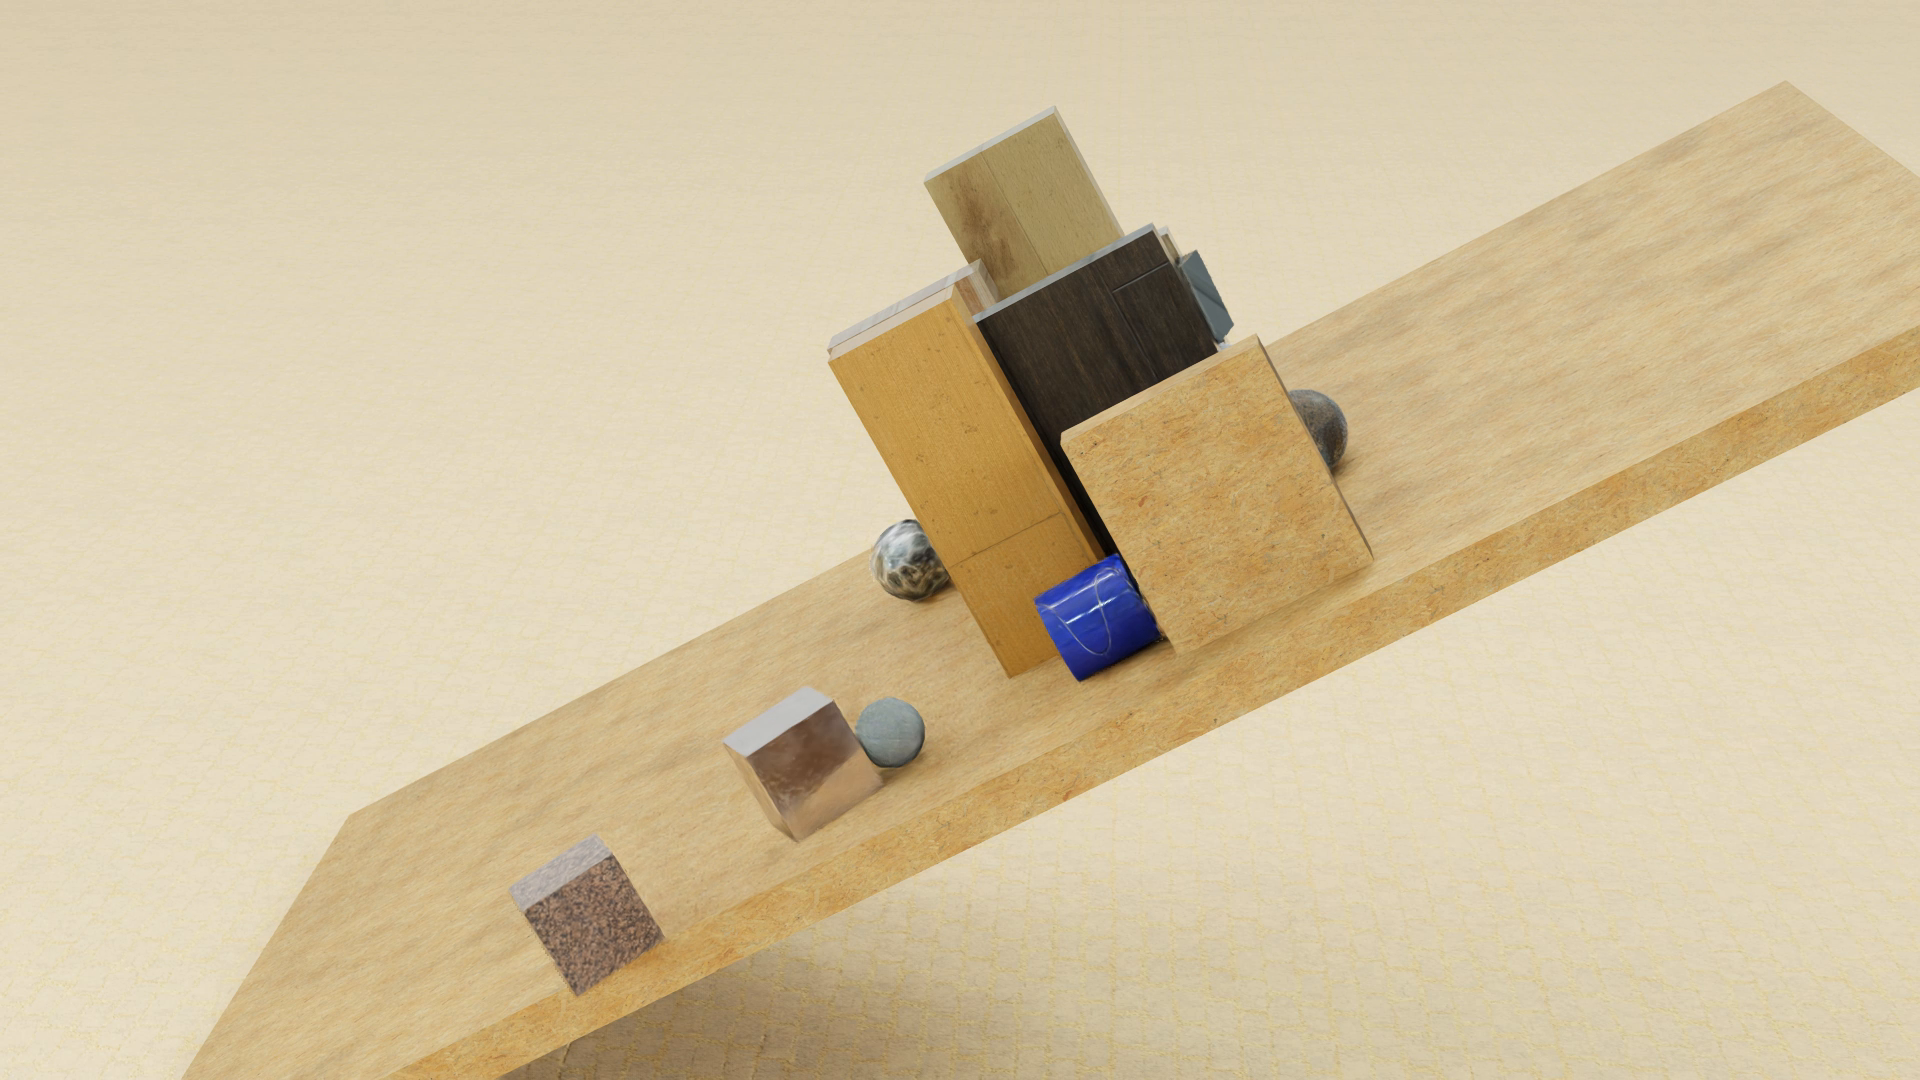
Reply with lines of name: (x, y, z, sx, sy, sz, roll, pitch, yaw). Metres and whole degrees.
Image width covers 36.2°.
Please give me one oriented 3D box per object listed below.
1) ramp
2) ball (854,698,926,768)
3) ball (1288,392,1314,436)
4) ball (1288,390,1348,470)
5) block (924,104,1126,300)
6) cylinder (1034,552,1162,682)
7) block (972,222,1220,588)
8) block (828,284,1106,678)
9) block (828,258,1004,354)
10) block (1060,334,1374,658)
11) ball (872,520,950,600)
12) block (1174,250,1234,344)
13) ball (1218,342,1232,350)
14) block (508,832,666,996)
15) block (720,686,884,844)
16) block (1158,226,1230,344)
ramp: (0.141, 0.167, 6.282, 4.000, 0.100, 2.000, -27, 14, 11)
ball: (-0.134, 0.370, 5.633, 0.135, 0.135, 0.135, 0, 18, 0)
ball: (0.674, -0.244, 6.170, 0.134, 0.134, 0.134, 0, 18, 0)
ball: (0.692, -0.214, 5.933, 0.181, 0.181, 0.181, 0, 18, 0)
block: (0.255, -0.582, 6.844, 0.339, 0.779, 0.114, -27, 14, 11)
cylinder: (0.260, 0.145, 5.548, 0.180, 0.180, 0.180, -29, 18, 4)
block: (0.332, -0.245, 5.828, 0.445, 0.631, 0.081, -27, 14, 11)
block: (0.043, -0.110, 5.735, 0.270, 0.727, 0.115, -27, 14, 11)
block: (0.010, -0.298, 6.776, 0.393, 0.571, 0.128, -27, 14, 11)
block: (0.467, -0.078, 5.337, 0.397, 0.459, 0.081, -27, 14, 11)
ball: (-0.108, 0.045, 6.617, 0.183, 0.183, 0.183, 0, 18, 0)
block: (0.422, -0.455, 5.913, 0.172, 0.172, 0.172, -24, 9, 21)
ball: (0.522, -0.300, 5.948, 0.201, 0.201, 0.201, 0, 18, 0)
block: (-0.699, 0.698, 5.503, 0.194, 0.194, 0.194, -33, 14, -11)
block: (-0.303, 0.428, 5.643, 0.199, 0.199, 0.199, -33, 14, -13)
block: (0.416, -0.362, 6.295, 0.334, 0.521, 0.084, -27, 14, 11)
